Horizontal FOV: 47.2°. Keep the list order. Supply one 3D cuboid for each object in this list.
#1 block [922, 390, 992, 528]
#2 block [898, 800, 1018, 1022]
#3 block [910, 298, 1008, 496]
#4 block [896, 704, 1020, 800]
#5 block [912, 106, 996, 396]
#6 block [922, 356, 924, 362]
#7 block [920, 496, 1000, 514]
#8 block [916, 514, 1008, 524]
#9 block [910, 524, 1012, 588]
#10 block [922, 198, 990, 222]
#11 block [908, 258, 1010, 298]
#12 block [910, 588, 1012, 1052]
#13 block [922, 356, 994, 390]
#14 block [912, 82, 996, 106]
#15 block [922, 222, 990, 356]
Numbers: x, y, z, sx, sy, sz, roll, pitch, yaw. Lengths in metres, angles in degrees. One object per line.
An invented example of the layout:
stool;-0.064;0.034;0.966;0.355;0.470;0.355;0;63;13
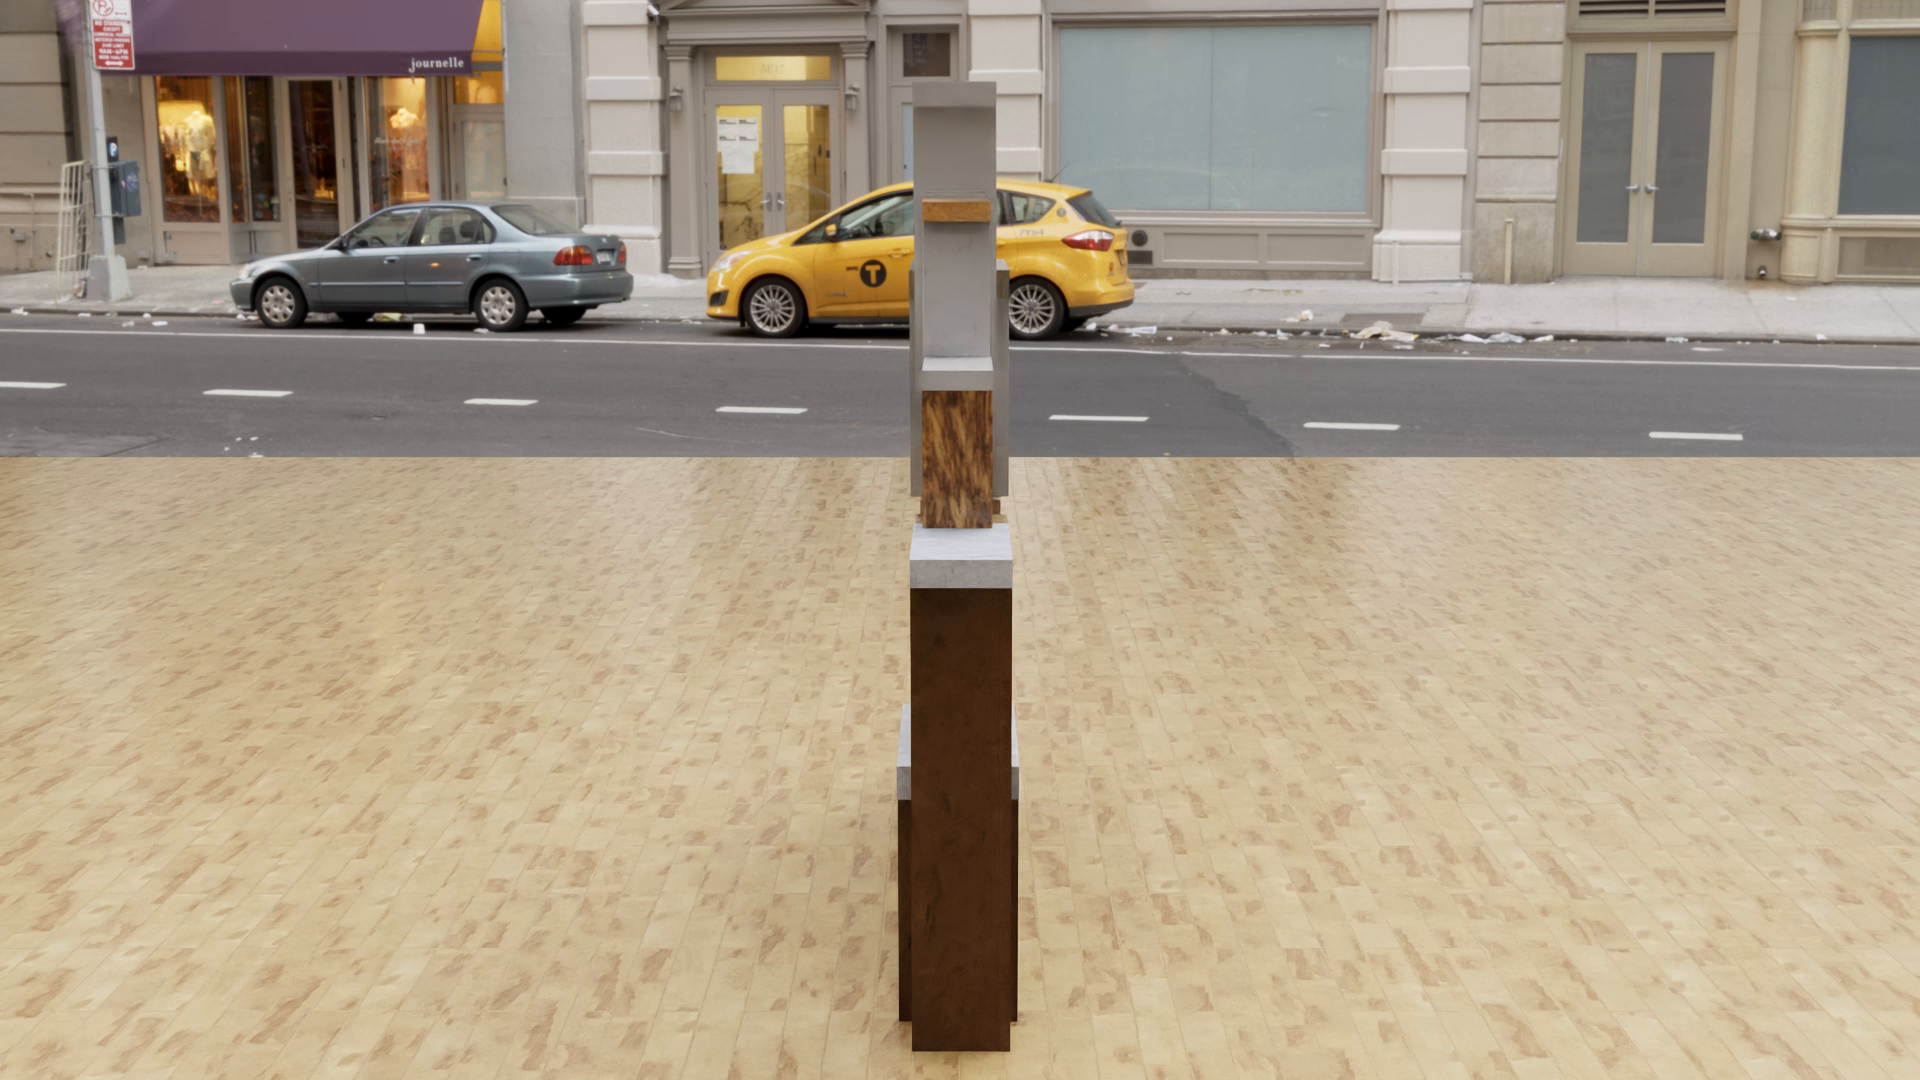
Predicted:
block;-0.004;-0.117;3.111;0.099;0.198;0.028;0;10;0
block;-0.003;0.517;3.135;0.170;0.339;0.048;0;11;0
block;-0.001;-0.242;3.697;0.165;0.334;0.047;0;11;0
block;-0.003;0.305;3.211;0.170;0.048;0.339;0;11;0
block;-0.007;-0.463;3.543;0.132;0.462;0.037;0;10;0
block;-0.008;-0.350;3.373;0.099;0.288;0.028;0;11;0
block;0.001;-0.073;3.808;0.134;0.038;0.267;0;11;0
block;0.003;0.005;3.527;0.152;0.043;0.304;0;10;0
block;0.001;0.020;3.023;0.136;0.039;0.272;0;11;0
block;-0.007;-0.493;3.280;0.099;0.028;0.198;-1;10;-1
block;-0.003;-0.449;3.770;0.165;0.047;0.330;0;10;0
block;0.002;0.379;2.998;0.136;0.659;0.039;0;11;0
block;-0.003;-0.240;3.155;0.099;0.028;0.198;0;10;0
block;-0.007;-0.725;3.583;0.132;0.037;0.264;0;11;1
block;-0.005;-0.370;3.235;0.099;0.198;0.028;0;10;0
